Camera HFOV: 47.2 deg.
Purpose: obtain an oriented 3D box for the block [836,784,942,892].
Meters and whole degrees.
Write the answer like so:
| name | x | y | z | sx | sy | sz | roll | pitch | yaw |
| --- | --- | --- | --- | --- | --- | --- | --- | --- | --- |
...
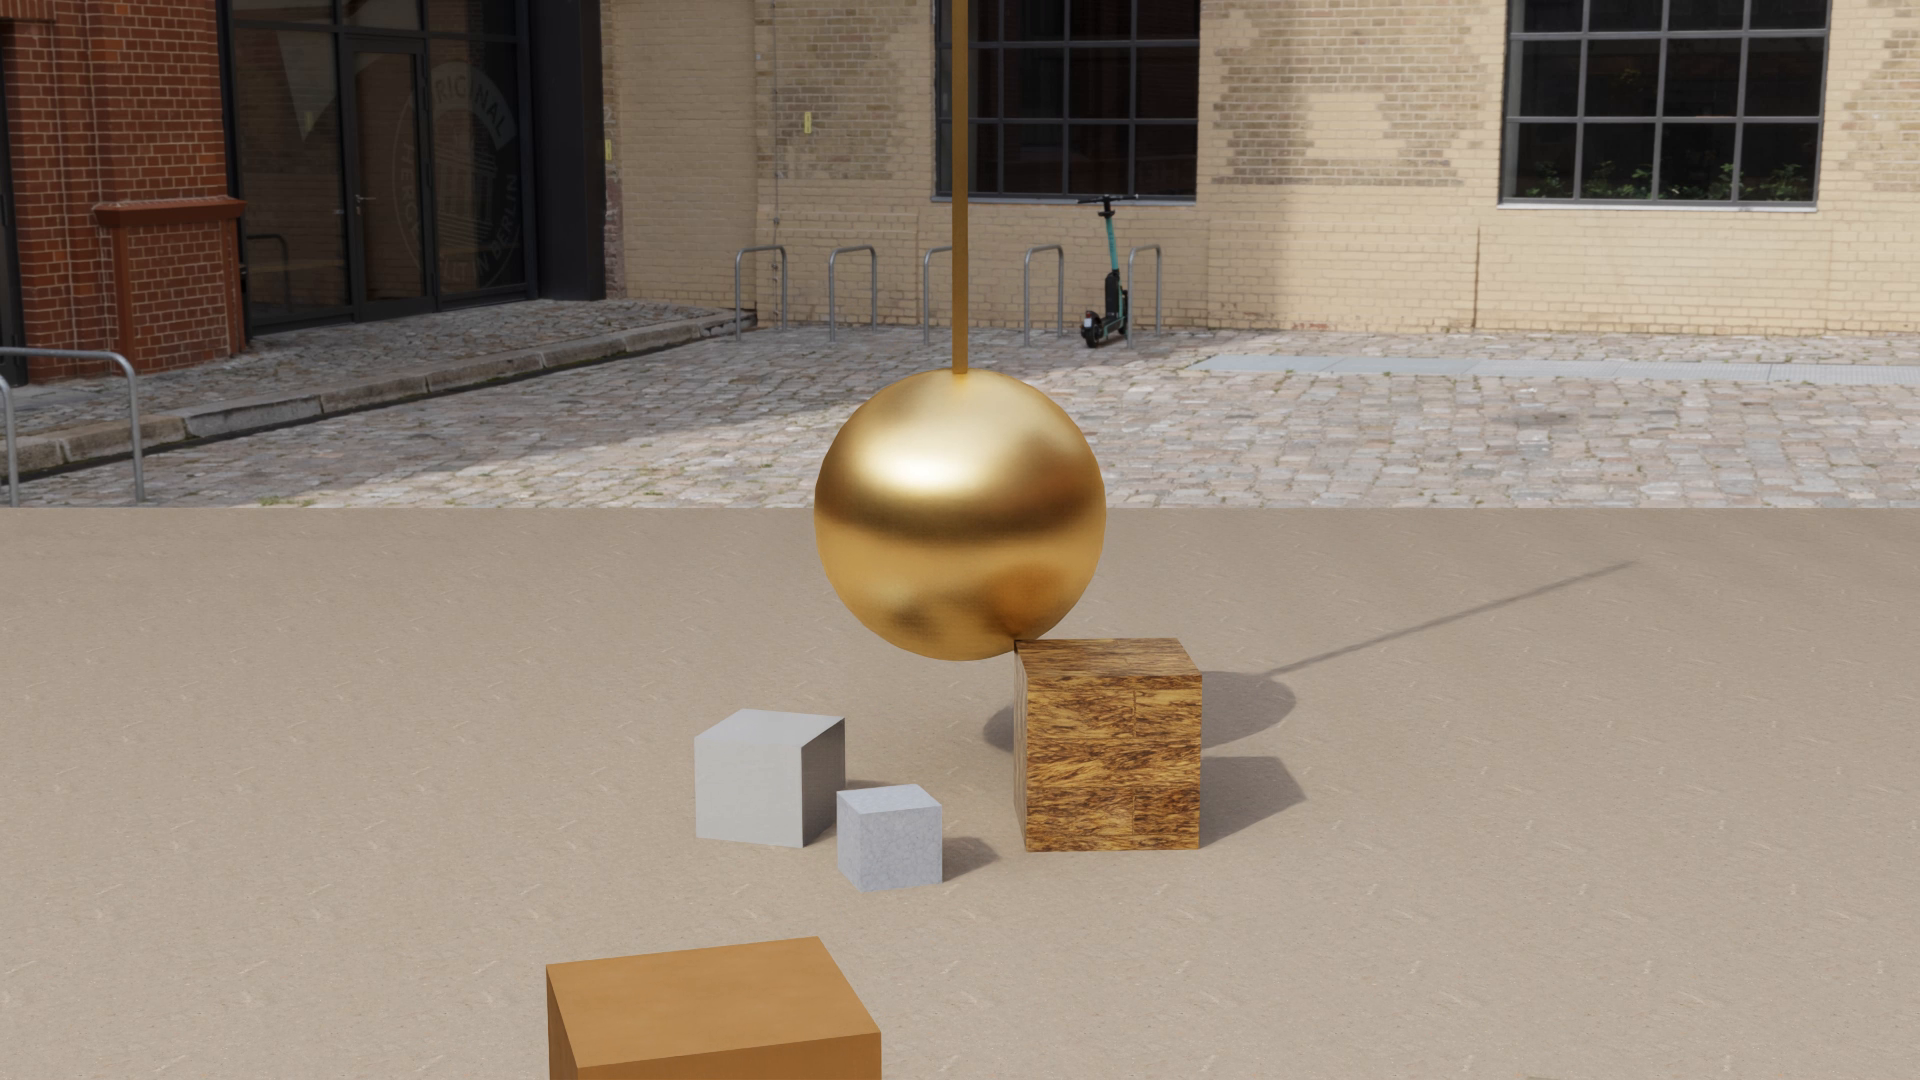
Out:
| name | x | y | z | sx | sy | sz | roll | pitch | yaw |
| --- | --- | --- | --- | --- | --- | --- | --- | --- | --- |
| block | -0.342 | 1.433 | 10.606 | 0.409 | 0.386 | 0.386 | -4 | 11 | -19 |

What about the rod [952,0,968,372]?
| name | x | y | z | sx | sy | sz | roll | pitch | yaw |
| --- | --- | --- | --- | --- | --- | --- | --- | --- | --- |
| rod | 0.000 | -3.373 | 10.924 | 0.080 | 5.200 | 0.080 | 0 | 18 | 0 |

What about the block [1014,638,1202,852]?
| name | x | y | z | sx | sy | sz | roll | pitch | yaw |
| --- | --- | --- | --- | --- | --- | --- | --- | --- | --- |
| block | 0.742 | 1.040 | 11.337 | 0.866 | 0.898 | 0.836 | -1 | 10 | -3 |

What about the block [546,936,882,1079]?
| name | x | y | z | sx | sy | sz | roll | pitch | yaw |
| --- | --- | --- | --- | --- | --- | --- | --- | --- | --- |
| block | -0.771 | 1.851 | 6.786 | 0.883 | 0.931 | 0.824 | -3 | 11 | -16 |

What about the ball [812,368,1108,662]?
| name | x | y | z | sx | sy | sz | roll | pitch | yaw |
| --- | --- | --- | --- | --- | --- | --- | --- | --- | --- |
| ball | 0.000 | -0.141 | 11.978 | 1.600 | 1.600 | 1.600 | 0 | 10 | 0 |

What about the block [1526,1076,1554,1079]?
| name | x | y | z | sx | sy | sz | roll | pitch | yaw |
| --- | --- | --- | --- | --- | --- | --- | --- | --- | --- |
| block | 1.986 | 2.048 | 6.766 | 0.491 | 0.550 | 0.560 | 3 | 11 | 14 |

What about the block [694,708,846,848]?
| name | x | y | z | sx | sy | sz | roll | pitch | yaw |
| --- | --- | --- | --- | --- | --- | --- | --- | --- | --- |
| block | -0.975 | 1.223 | 11.377 | 0.582 | 0.524 | 0.613 | 3 | 11 | 18 |
